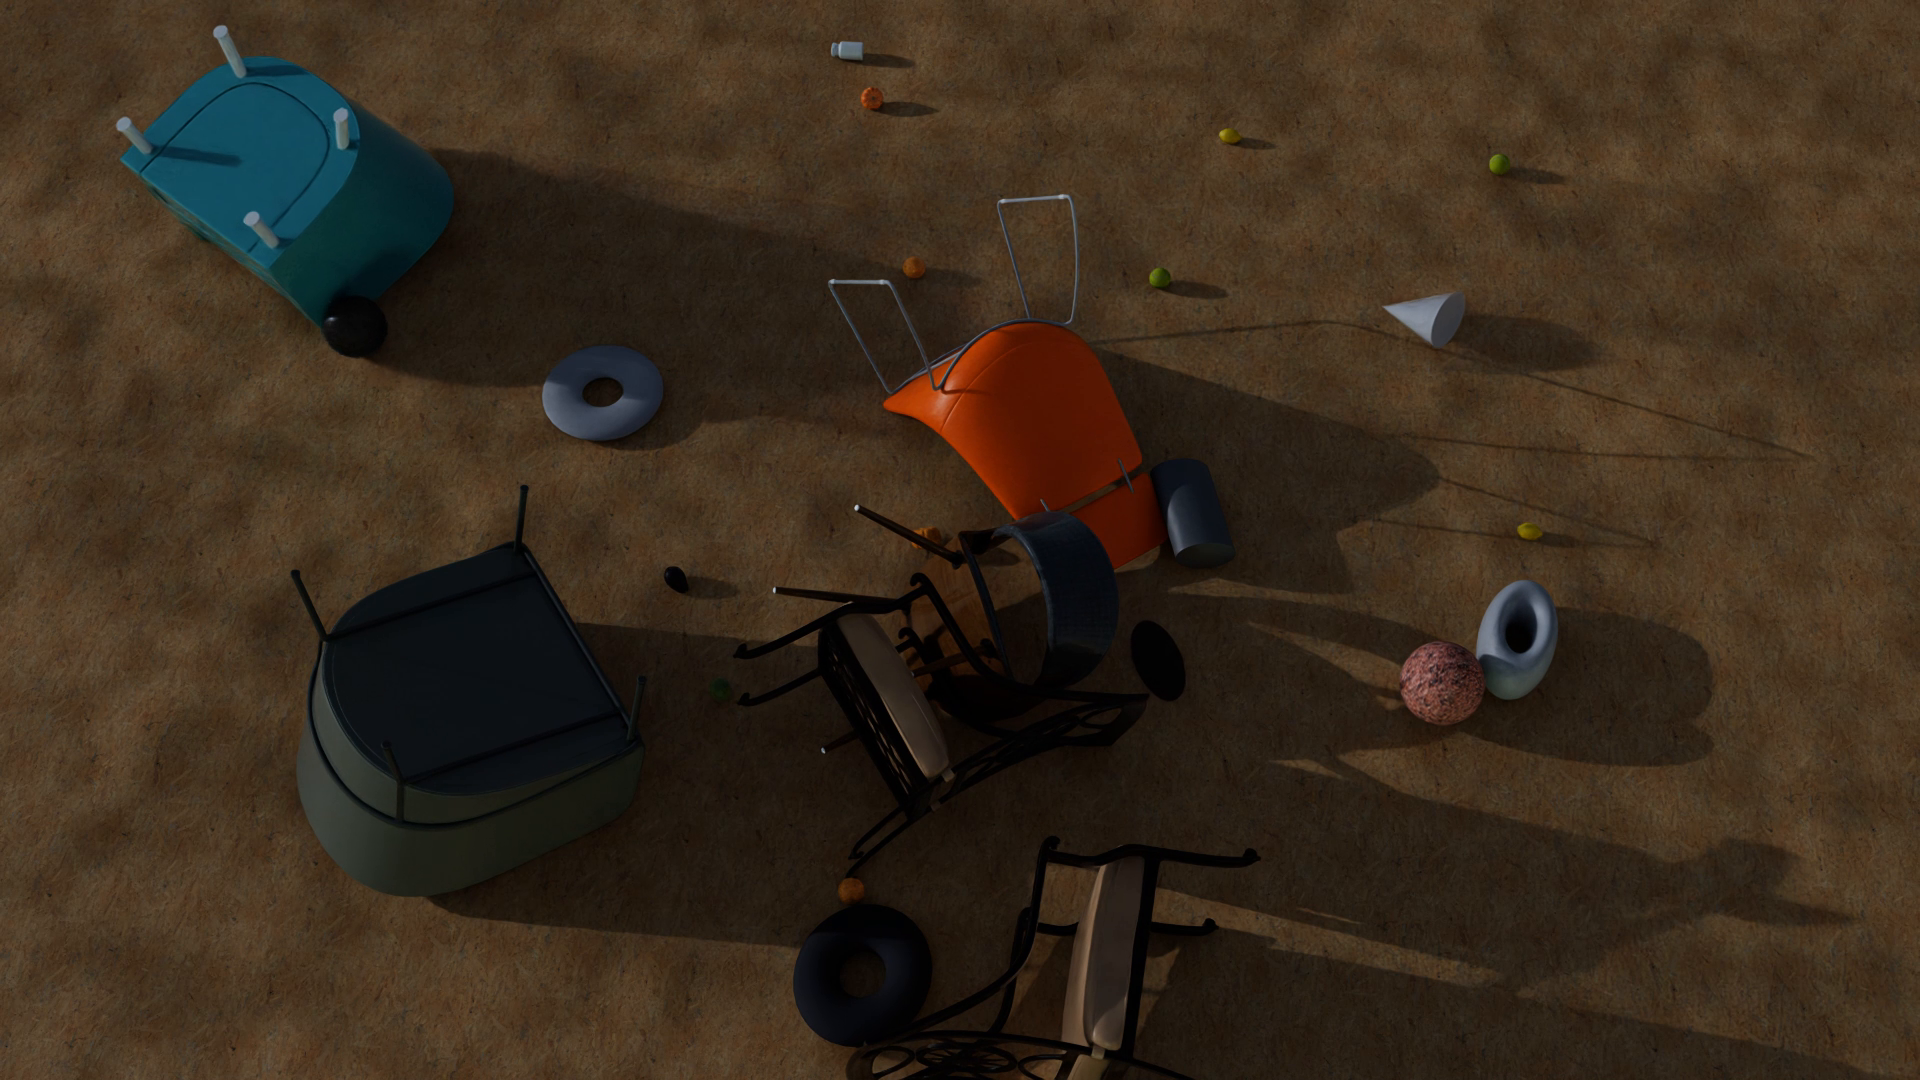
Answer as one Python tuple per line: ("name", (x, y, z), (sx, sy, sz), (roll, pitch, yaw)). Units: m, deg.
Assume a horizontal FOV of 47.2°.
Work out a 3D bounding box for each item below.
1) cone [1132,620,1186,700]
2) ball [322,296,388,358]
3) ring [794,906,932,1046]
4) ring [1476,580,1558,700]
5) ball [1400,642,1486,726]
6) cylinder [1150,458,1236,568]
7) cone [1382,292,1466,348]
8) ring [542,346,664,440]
("cone", (0.605, 0.345, 6.302), (0.114, 0.164, 0.258), (2, 49, -43))
("ball", (-1.900, -0.670, 6.905), (0.197, 0.197, 0.197), (0, 56, 0))
("ring", (-0.255, 1.138, 5.762), (0.358, 0.082, 0.402), (19, 58, 12))
("ring", (1.593, 0.284, 6.290), (0.218, 0.157, 0.387), (16, 56, 8))
("ball", (1.351, 0.401, 6.163), (0.236, 0.236, 0.236), (0, 56, 0))
("cylinder", (0.692, -0.080, 6.542), (0.193, 0.131, 0.309), (4, 53, -24))
("cone", (1.450, -0.725, 7.014), (0.234, 0.158, 0.238), (17, 44, 34))
("ring", (-1.112, -0.460, 6.848), (0.378, 0.059, 0.373), (-5, 56, -4))
